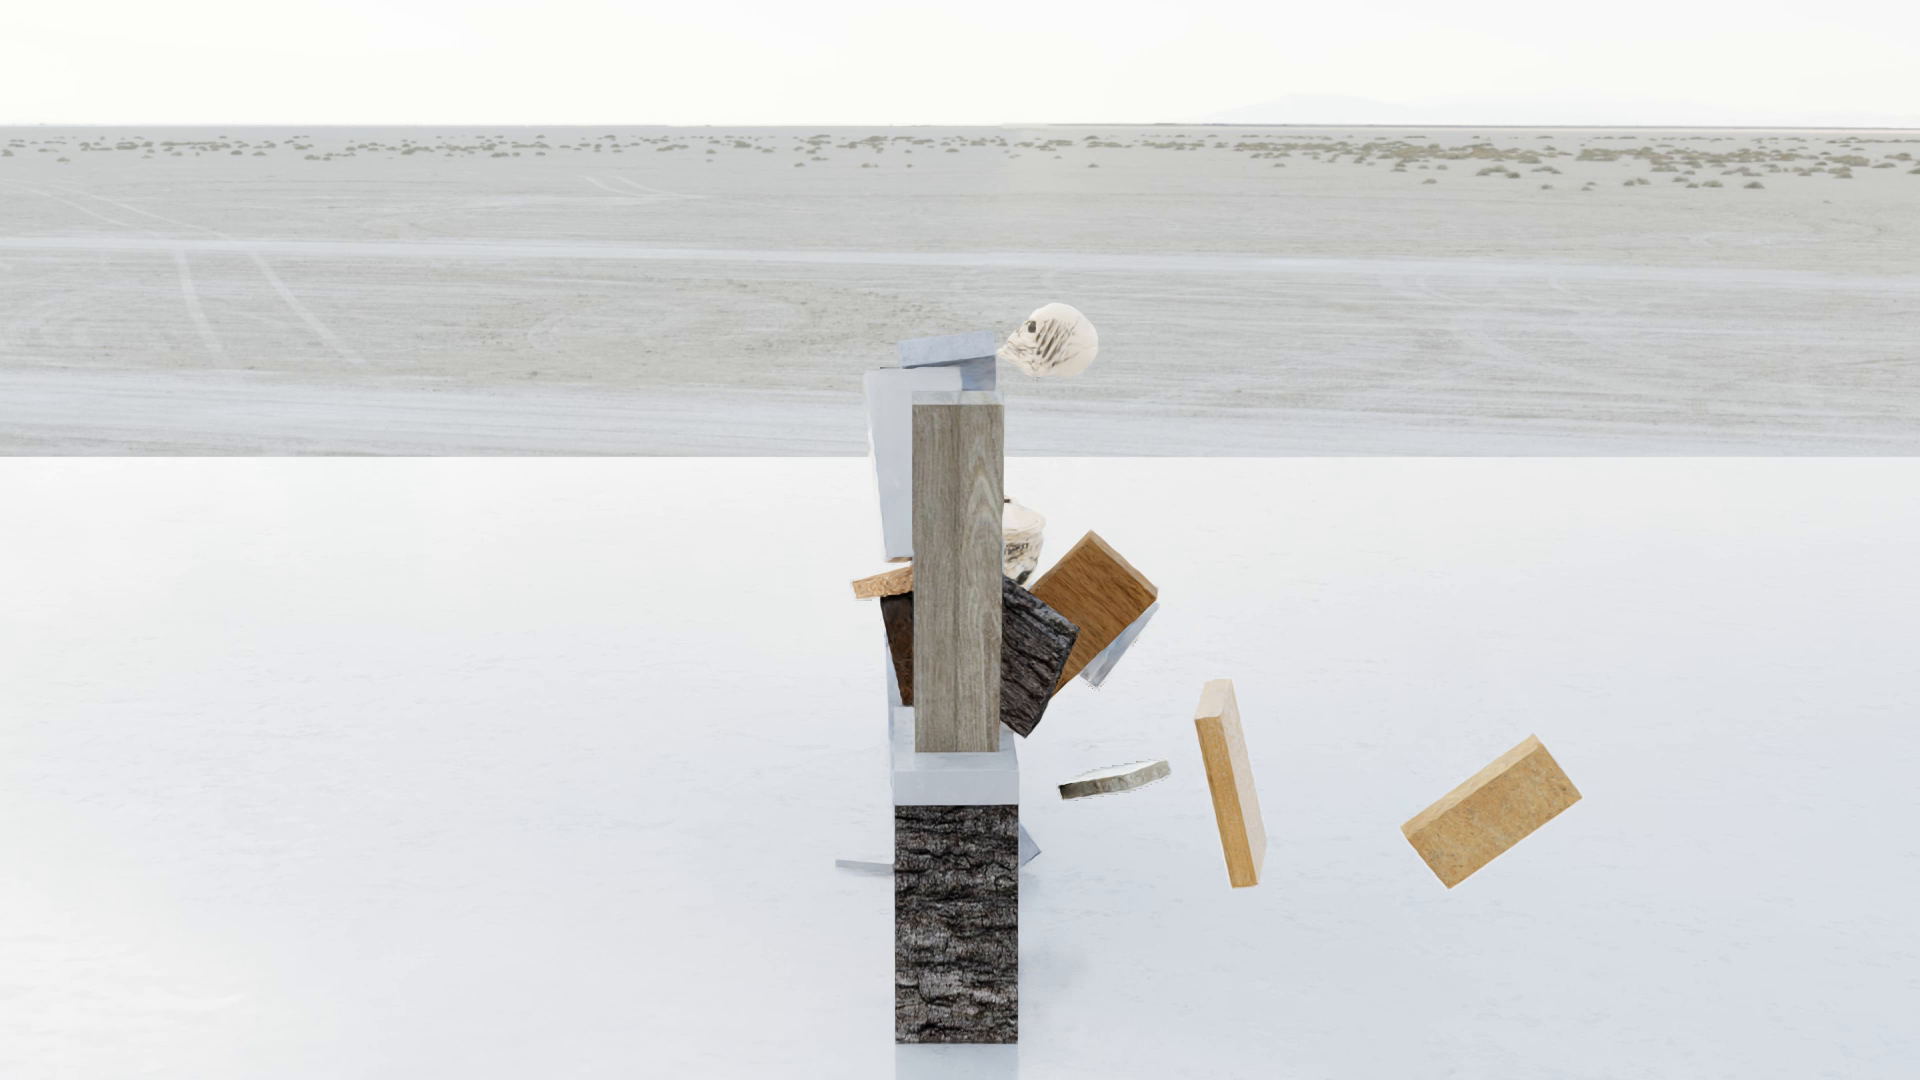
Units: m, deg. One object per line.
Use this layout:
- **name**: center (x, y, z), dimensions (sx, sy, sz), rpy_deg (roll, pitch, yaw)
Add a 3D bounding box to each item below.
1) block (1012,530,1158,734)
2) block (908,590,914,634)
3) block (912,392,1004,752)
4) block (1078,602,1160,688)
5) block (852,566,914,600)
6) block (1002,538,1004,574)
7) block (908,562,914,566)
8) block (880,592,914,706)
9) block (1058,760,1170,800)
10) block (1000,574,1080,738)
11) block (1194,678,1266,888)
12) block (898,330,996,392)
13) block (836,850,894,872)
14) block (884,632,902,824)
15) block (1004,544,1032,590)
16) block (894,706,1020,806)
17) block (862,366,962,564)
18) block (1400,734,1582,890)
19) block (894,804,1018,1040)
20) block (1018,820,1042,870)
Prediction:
- **block**: center (0.131, 0.148, 3.320), dimensions (0.137, 0.339, 0.039), rpy_deg (41, 21, -10)
- **block**: center (-0.016, 0.182, 3.453), dimensions (0.108, 0.215, 0.030), rpy_deg (-6, 11, -1)
- **block**: center (-0.003, 0.054, 2.954), dimensions (0.118, 0.550, 0.034), rpy_deg (0, 31, 0)
- **block**: center (0.232, 0.141, 3.396), dimensions (0.023, 0.161, 0.081), rpy_deg (31, 8, -43)
- **block**: center (-0.085, 0.062, 3.484), dimensions (0.108, 0.030, 0.215), rpy_deg (-15, 2, -21)
- **block**: center (0.035, 0.084, 3.310), dimensions (0.023, 0.161, 0.081), rpy_deg (13, -25, -33)
- **block**: center (-0.010, 0.063, 3.693), dimensions (0.150, 0.539, 0.043), rpy_deg (0, -3, -6)
- **block**: center (-0.039, 0.258, 3.595), dimensions (0.108, 0.378, 0.030), rpy_deg (-11, 22, 3)
- **block**: center (0.225, 0.350, 3.215), dimensions (0.081, 0.023, 0.161), rpy_deg (-15, -2, -36)
- **block**: center (0.075, 0.166, 3.109), dimensions (0.137, 0.274, 0.039), rpy_deg (36, 58, 11)
- **block**: center (0.401, 0.358, 3.254), dimensions (0.039, 0.275, 0.137), rpy_deg (-9, 17, 17)
- **block**: center (-0.018, -0.265, 3.605), dimensions (0.150, 0.043, 0.301), rpy_deg (-7, -14, -1)
- **block**: center (-0.159, 0.556, 3.811), dimensions (0.103, 0.015, 0.051), rpy_deg (3, 11, 15)
- **block**: center (-0.038, 0.330, 3.903), dimensions (0.171, 0.342, 0.048), rpy_deg (-5, -14, 8)
- **block**: center (0.045, 0.068, 4.162), dimensions (0.171, 0.048, 0.342), rpy_deg (9, 14, -2)
- **block**: center (-0.009, 0.307, 3.166), dimensions (0.171, 0.049, 0.343), rpy_deg (0, 10, -2)
- **block**: center (-0.061, -0.119, 3.450), dimensions (0.150, 0.301, 0.043), rpy_deg (-4, -11, -12)
- **block**: center (0.775, 0.397, 3.209), dimensions (0.237, 0.118, 0.034), rpy_deg (-37, 24, 10)
- **block**: center (-0.005, 0.525, 3.073), dimensions (0.171, 0.343, 0.049), rpy_deg (0, 4, 0)
- **block**: center (0.061, 0.474, 3.812), dimensions (0.051, 0.204, 0.015), rpy_deg (-39, -19, 4)
